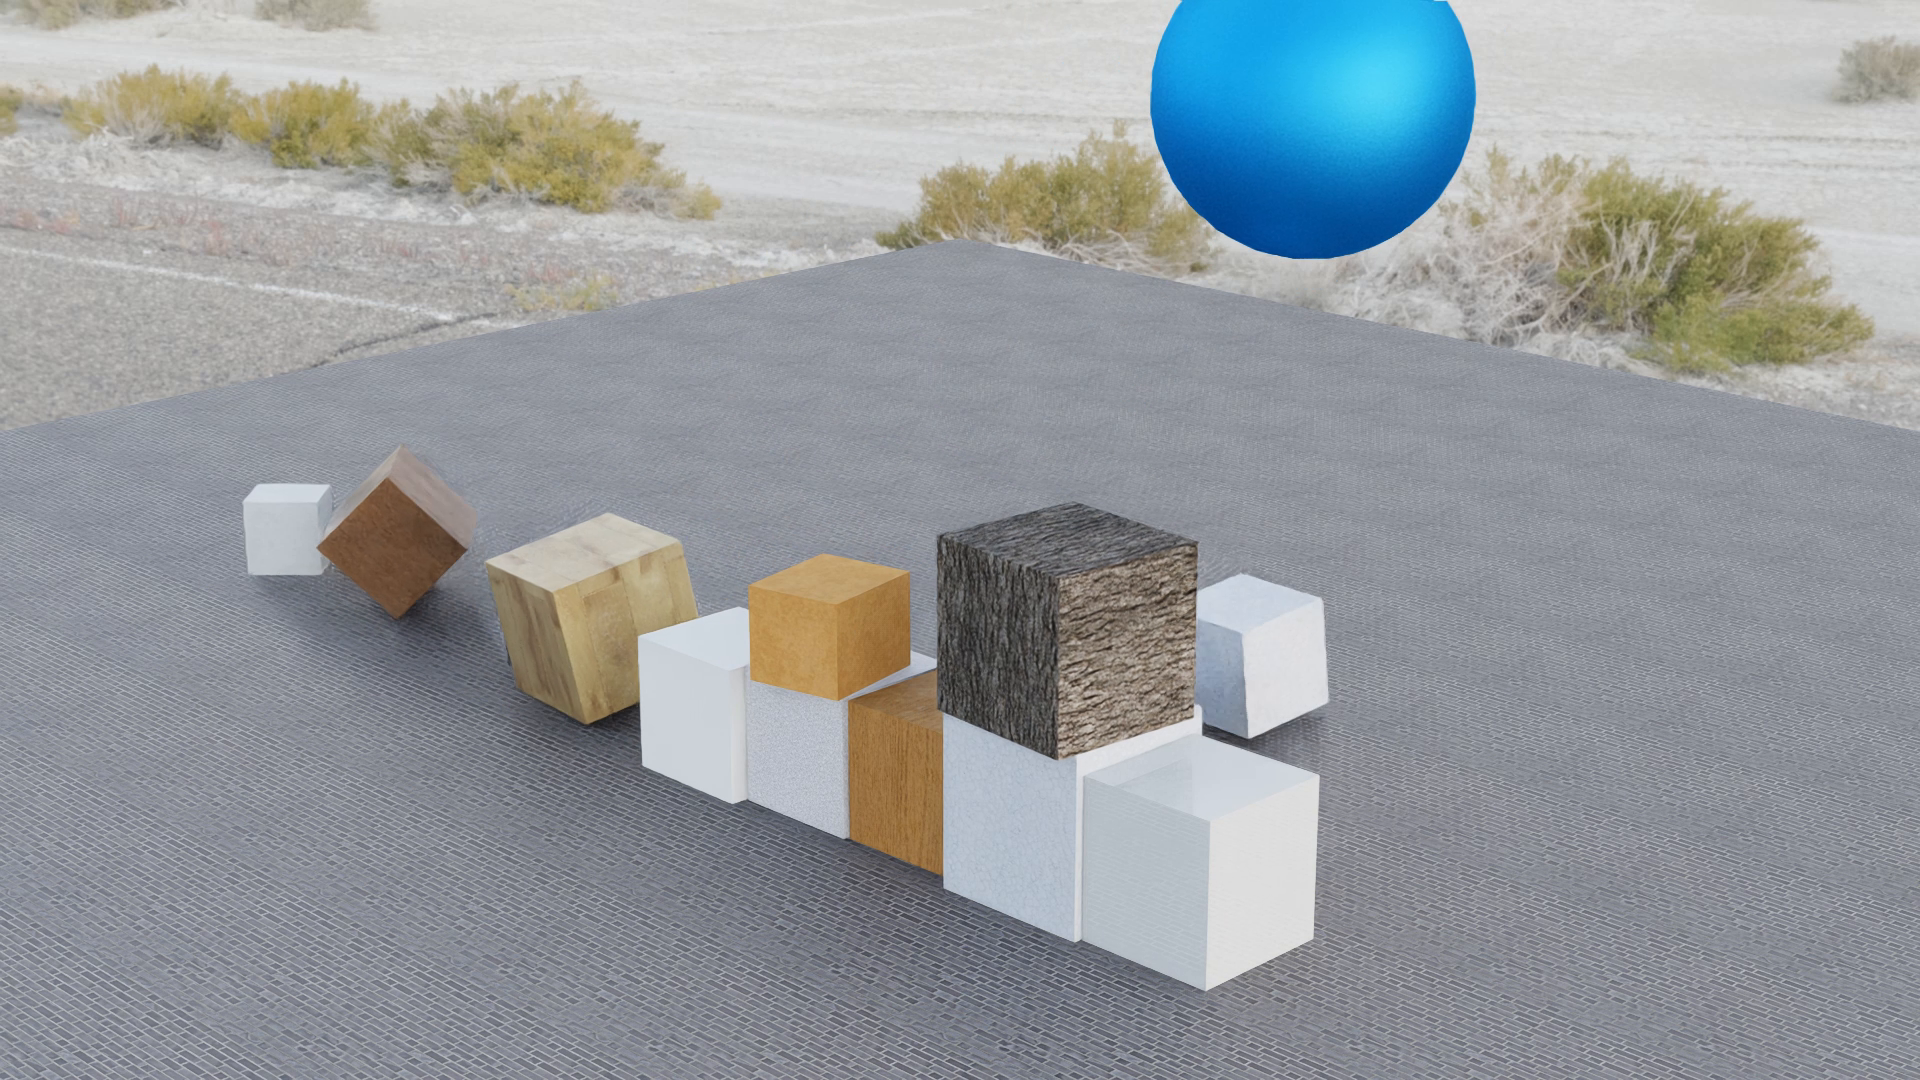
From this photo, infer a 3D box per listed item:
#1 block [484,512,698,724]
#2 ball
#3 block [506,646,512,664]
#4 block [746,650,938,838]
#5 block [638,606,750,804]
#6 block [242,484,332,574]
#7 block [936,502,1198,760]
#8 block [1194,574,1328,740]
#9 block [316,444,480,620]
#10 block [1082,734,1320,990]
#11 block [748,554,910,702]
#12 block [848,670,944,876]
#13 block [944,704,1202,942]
[{"bbox_3d":[-1.916,0.403,15.519,0.762,0.750,0.805,-23,23,-29],"label":"block"},{"bbox_3d":[1.738,-2.187,14.476,1.600,1.600,1.600,0,17,0],"label":"ball"},{"bbox_3d":[-2.205,0.429,16.202,0.414,0.467,0.461,9,20,26],"label":"block"},{"bbox_3d":[-0.544,0.932,14.209,0.682,0.703,0.698,17,24,42],"label":"block"},{"bbox_3d":[-1.118,0.812,14.610,0.652,0.690,0.700,-16,24,-42],"label":"block"},{"bbox_3d":[-4.071,-0.067,17.801,0.443,0.454,0.385,0,17,0],"label":"block"},{"bbox_3d":[0.465,0.381,12.850,0.803,0.813,0.806,-14,22,-38],"label":"block"},{"bbox_3d":[1.483,0.597,15.264,0.582,0.588,0.590,-21,25,-35],"label":"block"},{"bbox_3d":[-3.266,-0.054,17.087,0.590,0.621,0.716,-44,15,9],"label":"block"},{"bbox_3d":[1.038,1.377,12.681,0.722,0.769,0.705,-17,24,-42],"label":"block"},{"bbox_3d":[-0.615,0.407,13.919,0.511,0.473,0.594,11,21,32],"label":"block"},{"bbox_3d":[-0.036,1.083,13.737,0.709,0.697,0.658,16,24,42],"label":"block"},{"bbox_3d":[0.503,1.161,13.186,0.822,0.878,0.811,-17,24,-42],"label":"block"}]
